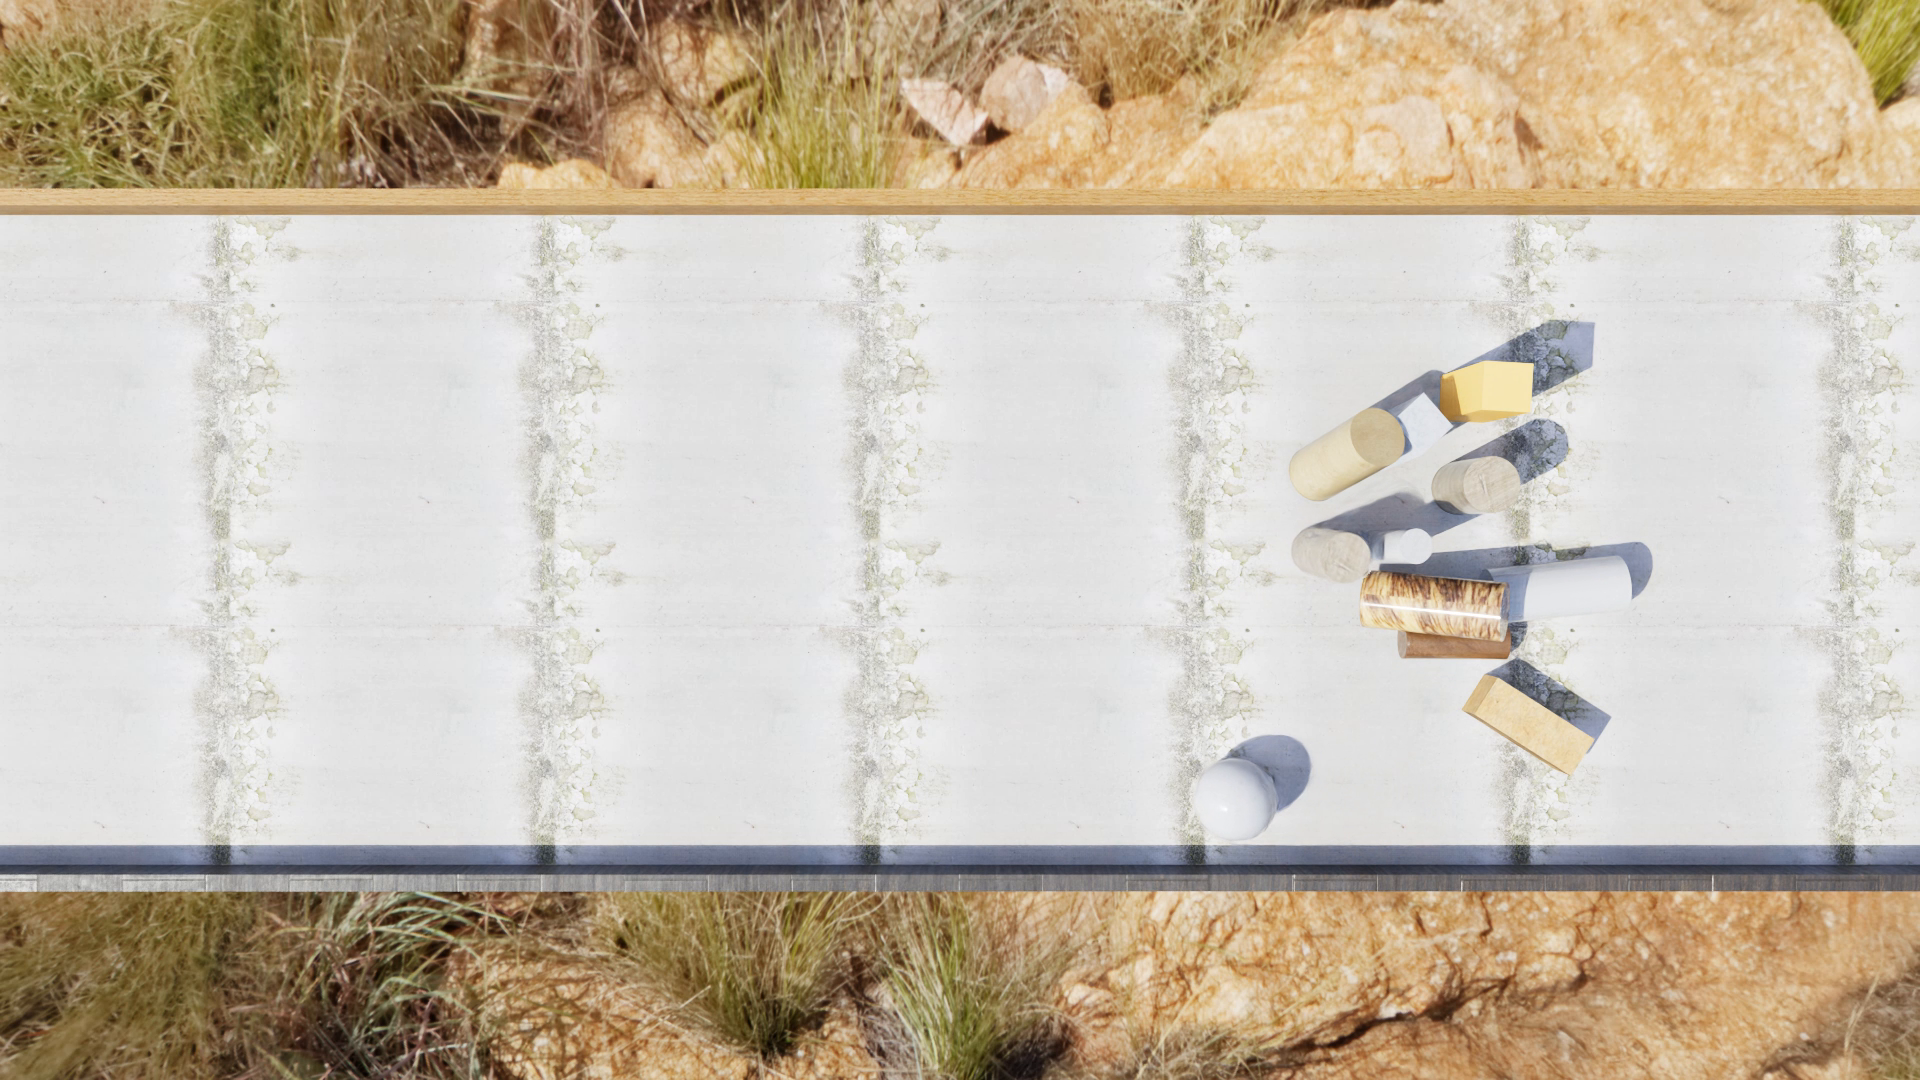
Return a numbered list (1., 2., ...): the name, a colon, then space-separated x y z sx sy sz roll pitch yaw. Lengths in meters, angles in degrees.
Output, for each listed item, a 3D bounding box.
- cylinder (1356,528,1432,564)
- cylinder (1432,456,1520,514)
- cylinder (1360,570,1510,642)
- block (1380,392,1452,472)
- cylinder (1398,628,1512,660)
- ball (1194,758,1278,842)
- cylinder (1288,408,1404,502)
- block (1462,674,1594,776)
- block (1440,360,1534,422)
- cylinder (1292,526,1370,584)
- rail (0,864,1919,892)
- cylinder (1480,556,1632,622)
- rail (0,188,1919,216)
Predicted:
1. cylinder: 1.282 0.020 4.903 0.102 0.334 0.102 0 89 -10
2. cylinder: 1.533 -0.160 4.915 0.165 0.324 0.165 0 90 0
3. cylinder: 1.412 0.194 4.908 0.405 0.175 0.175 5 90 27
4. block: 1.316 -0.317 4.914 0.130 0.306 0.130 -41 90 -11
5. cylinder: 1.503 0.308 5.021 0.314 0.110 0.110 0 90 0
6. ball: 0.828 0.780 4.953 0.247 0.247 0.247 0 90 0
7. cylinder: 1.138 -0.248 4.873 0.175 0.369 0.175 4 74 -16
8. block: 1.723 0.560 5.011 0.344 0.131 0.131 33 90 0
9. block: 1.546 -0.433 4.867 0.138 0.419 0.138 3 90 0
10. cylinder: 1.102 0.042 4.915 0.147 0.309 0.147 0 94 -4
11. rail: -2.247 1.025 5.001 12.000 0.150 0.050 0 90 0
12. cylinder: 1.798 0.151 4.992 0.401 0.170 0.170 -6 90 0
13. rail: -2.247 -1.025 5.002 12.000 0.150 0.050 0 90 0
